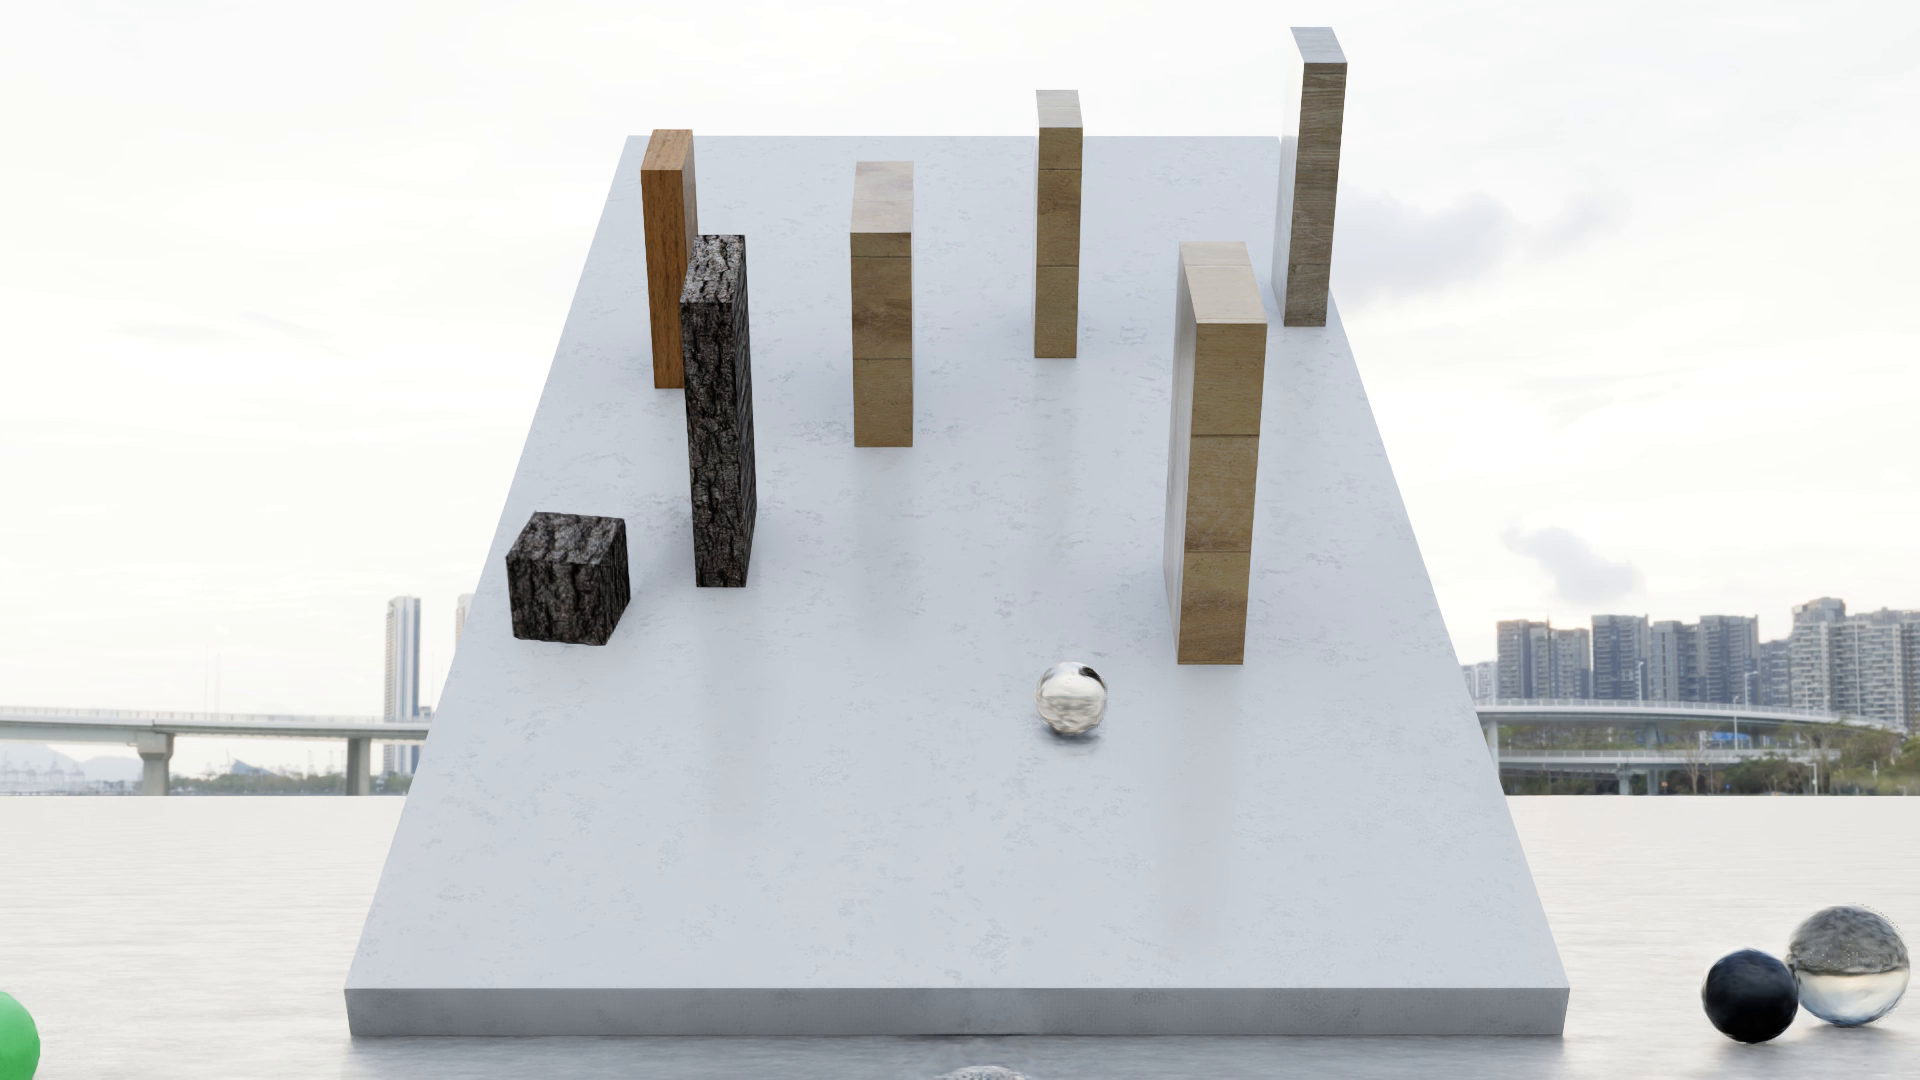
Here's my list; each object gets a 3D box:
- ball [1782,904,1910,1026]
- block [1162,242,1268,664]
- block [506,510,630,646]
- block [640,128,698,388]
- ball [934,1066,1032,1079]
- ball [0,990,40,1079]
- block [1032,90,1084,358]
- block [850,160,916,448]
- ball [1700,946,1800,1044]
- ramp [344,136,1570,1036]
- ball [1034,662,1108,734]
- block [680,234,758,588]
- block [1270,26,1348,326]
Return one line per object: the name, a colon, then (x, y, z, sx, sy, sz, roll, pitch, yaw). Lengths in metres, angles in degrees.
ball: (1.525, 0.731, 4.146, 0.207, 0.207, 0.207, 0, -6, 0)
block: (0.497, -0.171, 4.766, 0.130, 0.741, 0.390, 0, 30, 0)
block: (-0.791, 0.077, 4.879, 0.190, 0.190, 0.190, 5, 30, 8)
block: (-0.694, -0.680, 5.838, 0.096, 0.562, 0.276, 0, 30, 0)
ball: (0.020, 0.530, 2.033, 0.169, 0.169, 0.169, 0, -6, 0)
ball: (-1.216, 0.629, 2.955, 0.164, 0.164, 0.164, 0, -6, 0)
block: (0.238, -0.784, 5.984, 0.105, 0.604, 0.272, 0, 30, 0)
block: (-0.177, -0.558, 5.653, 0.136, 0.534, 0.444, 0, 30, 0)
ball: (1.264, 0.728, 3.855, 0.152, 0.152, 0.152, 0, -6, 0)
ramp: (-0.013, -0.213, 5.690, 2.000, 0.100, 4.000, 0, 30, 0)
ball: (0.210, 0.298, 4.549, 0.138, 0.138, 0.138, 0, -6, 0)
block: (-0.499, -0.269, 5.026, 0.103, 0.648, 0.347, 0, 30, 0)
block: (0.885, -0.923, 6.136, 0.107, 0.700, 0.283, 0, 30, 0)
